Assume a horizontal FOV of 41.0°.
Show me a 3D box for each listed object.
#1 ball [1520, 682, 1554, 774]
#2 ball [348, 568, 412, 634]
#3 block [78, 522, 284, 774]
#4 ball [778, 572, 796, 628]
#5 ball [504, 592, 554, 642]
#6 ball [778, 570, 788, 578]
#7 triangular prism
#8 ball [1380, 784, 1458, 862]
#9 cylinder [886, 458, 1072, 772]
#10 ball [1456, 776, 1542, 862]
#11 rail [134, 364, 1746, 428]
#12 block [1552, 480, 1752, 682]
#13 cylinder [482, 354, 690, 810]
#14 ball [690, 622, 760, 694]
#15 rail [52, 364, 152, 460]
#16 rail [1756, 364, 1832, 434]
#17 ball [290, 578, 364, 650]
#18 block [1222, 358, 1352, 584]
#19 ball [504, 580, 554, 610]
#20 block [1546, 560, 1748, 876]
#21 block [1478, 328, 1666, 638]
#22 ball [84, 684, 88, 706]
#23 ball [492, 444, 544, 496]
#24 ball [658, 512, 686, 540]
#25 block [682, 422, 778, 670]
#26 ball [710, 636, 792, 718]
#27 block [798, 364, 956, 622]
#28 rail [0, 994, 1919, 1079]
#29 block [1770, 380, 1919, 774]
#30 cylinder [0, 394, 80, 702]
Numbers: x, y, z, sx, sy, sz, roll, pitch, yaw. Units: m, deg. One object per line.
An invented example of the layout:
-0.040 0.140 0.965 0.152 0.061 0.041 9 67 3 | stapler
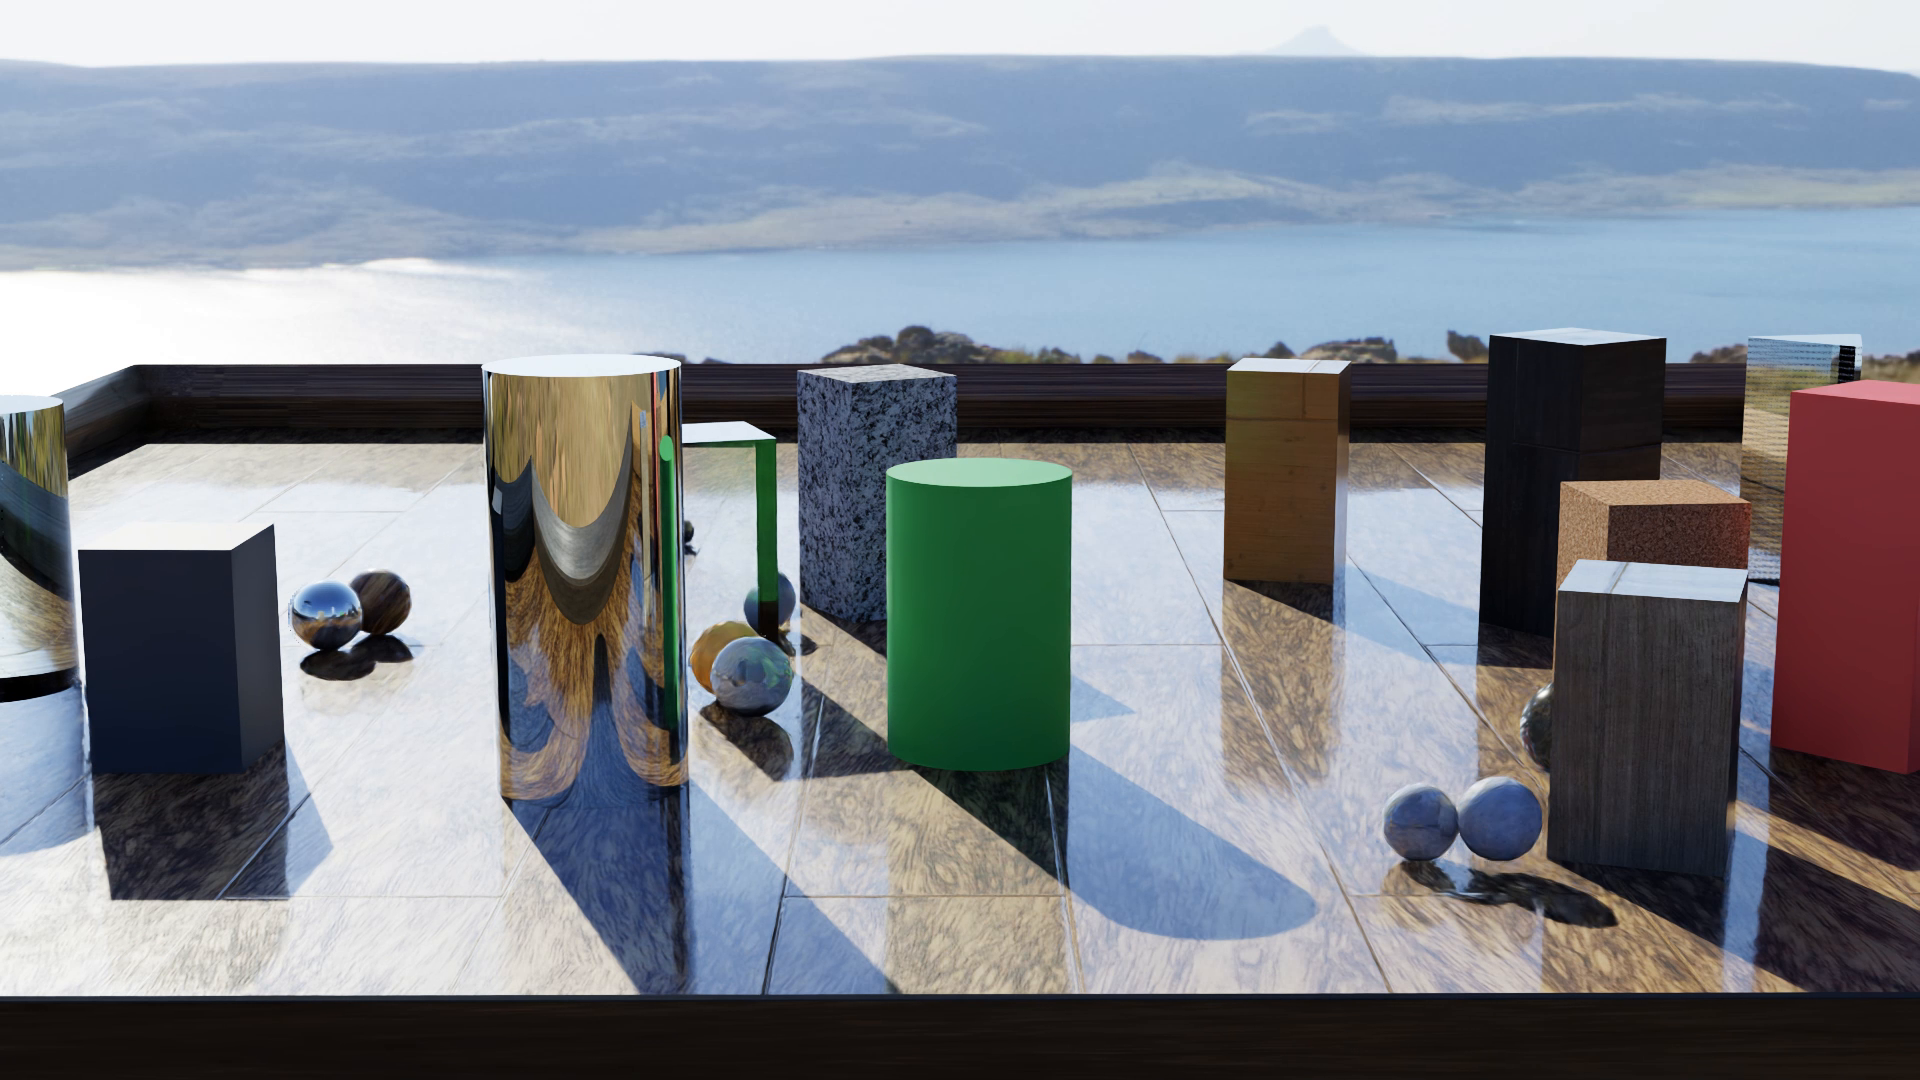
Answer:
0.610 0.190 2.570 0.097 0.097 0.097 0 10 0 | ball
-0.754 0.079 3.319 0.088 0.088 0.088 0 10 0 | ball
-0.824 0.112 2.729 0.158 0.237 0.158 0 10 1 | block
-0.255 0.077 3.344 0.081 0.081 0.081 0 10 0 | ball
-0.551 0.099 3.278 0.063 0.063 0.063 0 10 0 | ball
-0.258 0.064 3.497 0.052 0.052 0.052 0 10 0 | ball
1.224 -0.113 3.638 0.148 0.349 0.171 -9 14 -41 | triangular prism
0.426 0.262 2.375 0.072 0.072 0.072 0 10 0 | ball
0.020 0.076 2.750 0.198 0.301 0.198 0 10 0 | cylinder
0.492 0.255 2.342 0.077 0.077 0.077 0 10 0 | ball
-0.010 -0.290 5.193 3.325 0.128 0.045 0 10 0 | rail
0.767 0.076 2.859 0.158 0.262 0.158 -1 11 -6 | block
-0.378 0.037 2.600 0.198 0.431 0.198 0 10 0 | cylinder
-0.268 0.139 2.986 0.090 0.090 0.090 0 10 0 | ball
-1.639 0.035 3.440 0.045 0.128 3.596 0 10 0 | rail
1.639 0.031 3.458 0.045 0.128 3.596 0 10 0 | rail
-0.797 0.094 3.229 0.091 0.091 0.091 0 10 0 | ball
0.474 -0.103 3.714 0.158 0.301 0.158 3 11 14 | block
-0.562 0.085 3.351 0.064 0.064 0.064 0 10 0 | ball
0.646 0.162 2.408 0.158 0.255 0.158 4 11 20 | block
0.798 -0.076 3.349 0.158 0.381 0.158 -7 13 -35 | block
-0.938 0.170 2.863 0.075 0.075 0.075 0 10 0 | ball
-0.756 -0.119 4.386 0.088 0.088 0.088 0 10 0 | ball
-0.448 -0.022 3.990 0.041 0.041 0.041 0 10 0 | ball
-0.324 0.005 3.192 0.158 0.279 0.158 -4 11 -19 | block
-0.235 0.155 2.897 0.092 0.092 0.092 0 10 0 | ball
-0.112 -0.067 3.471 0.158 0.319 0.158 -6 12 -30 | block
0.010 0.356 1.704 3.325 0.128 0.045 0 10 0 | rail
0.990 0.034 2.742 0.158 0.386 0.158 -9 14 -41 | block
-1.151 0.007 3.024 0.198 0.335 0.198 0 10 0 | cylinder
